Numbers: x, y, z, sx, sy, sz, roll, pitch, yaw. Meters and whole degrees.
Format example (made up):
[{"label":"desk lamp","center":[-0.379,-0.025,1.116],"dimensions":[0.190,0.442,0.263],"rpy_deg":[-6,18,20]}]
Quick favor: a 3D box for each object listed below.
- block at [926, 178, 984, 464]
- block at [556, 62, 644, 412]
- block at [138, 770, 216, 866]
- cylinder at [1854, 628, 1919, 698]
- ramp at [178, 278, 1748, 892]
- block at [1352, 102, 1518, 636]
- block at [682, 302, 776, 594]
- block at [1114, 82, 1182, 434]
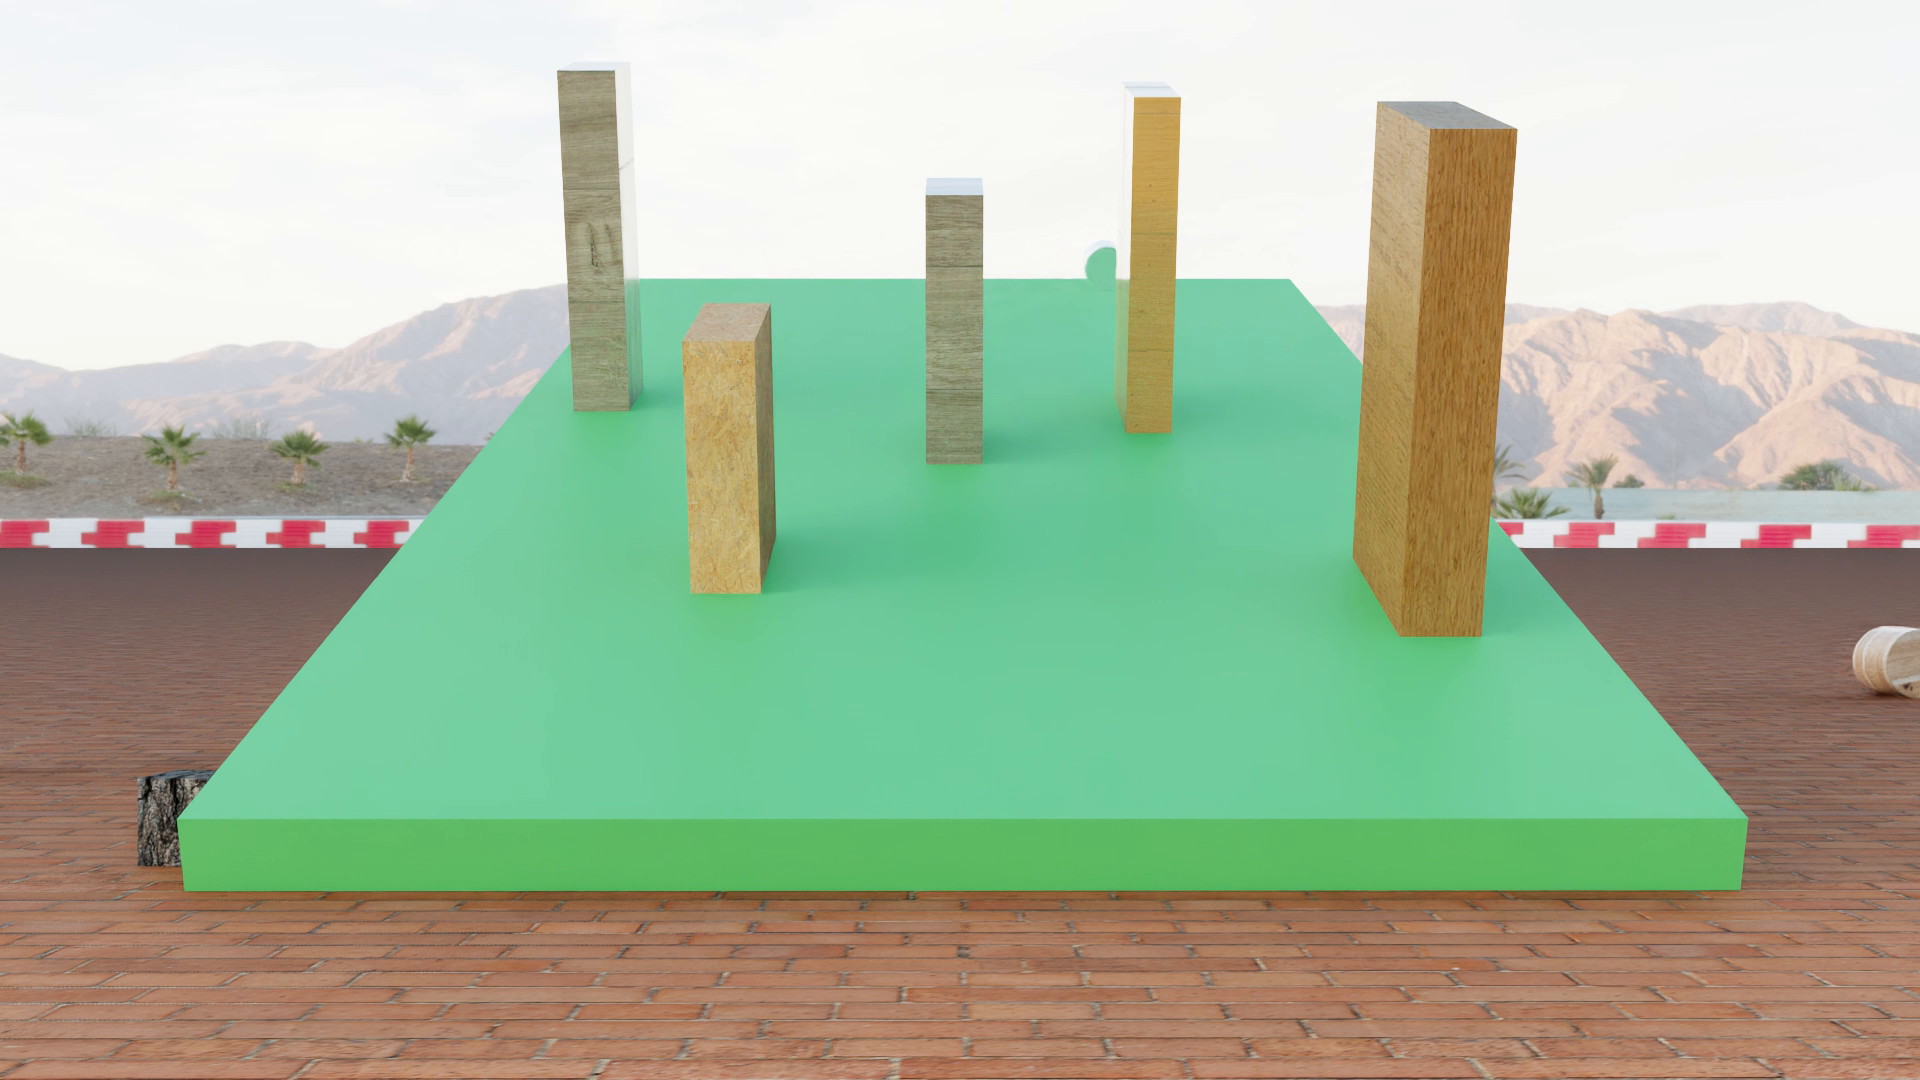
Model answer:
[{"label":"block","center":[-0.012,-0.456,4.581],"dimensions":[0.116,0.550,0.265],"rpy_deg":[0,17,0]},{"label":"block","center":[-0.806,-0.684,4.988],"dimensions":[0.125,0.752,0.241],"rpy_deg":[0,17,0]},{"label":"block","center":[-1.070,0.390,3.116],"dimensions":[0.121,0.121,0.121],"rpy_deg":[0,0,6]},{"label":"cylinder","center":[2.727,0.354,6.411],"dimensions":[0.197,0.197,0.197],"rpy_deg":[0,0,-5]},{"label":"ramp","center":[-0.002,-0.168,4.751],"dimensions":[2.000,0.100,4.000],"rpy_deg":[0,17,0]},{"label":"block","center":[0.759,-0.289,3.593],"dimensions":[0.130,0.794,0.429],"rpy_deg":[0,17,0]},{"label":"block","center":[-0.392,-0.165,3.812],"dimensions":[0.117,0.429,0.340],"rpy_deg":[0,17,0]},{"label":"block","center":[0.408,-0.627,4.865],"dimensions":[0.098,0.715,0.371],"rpy_deg":[0,17,0]}]
